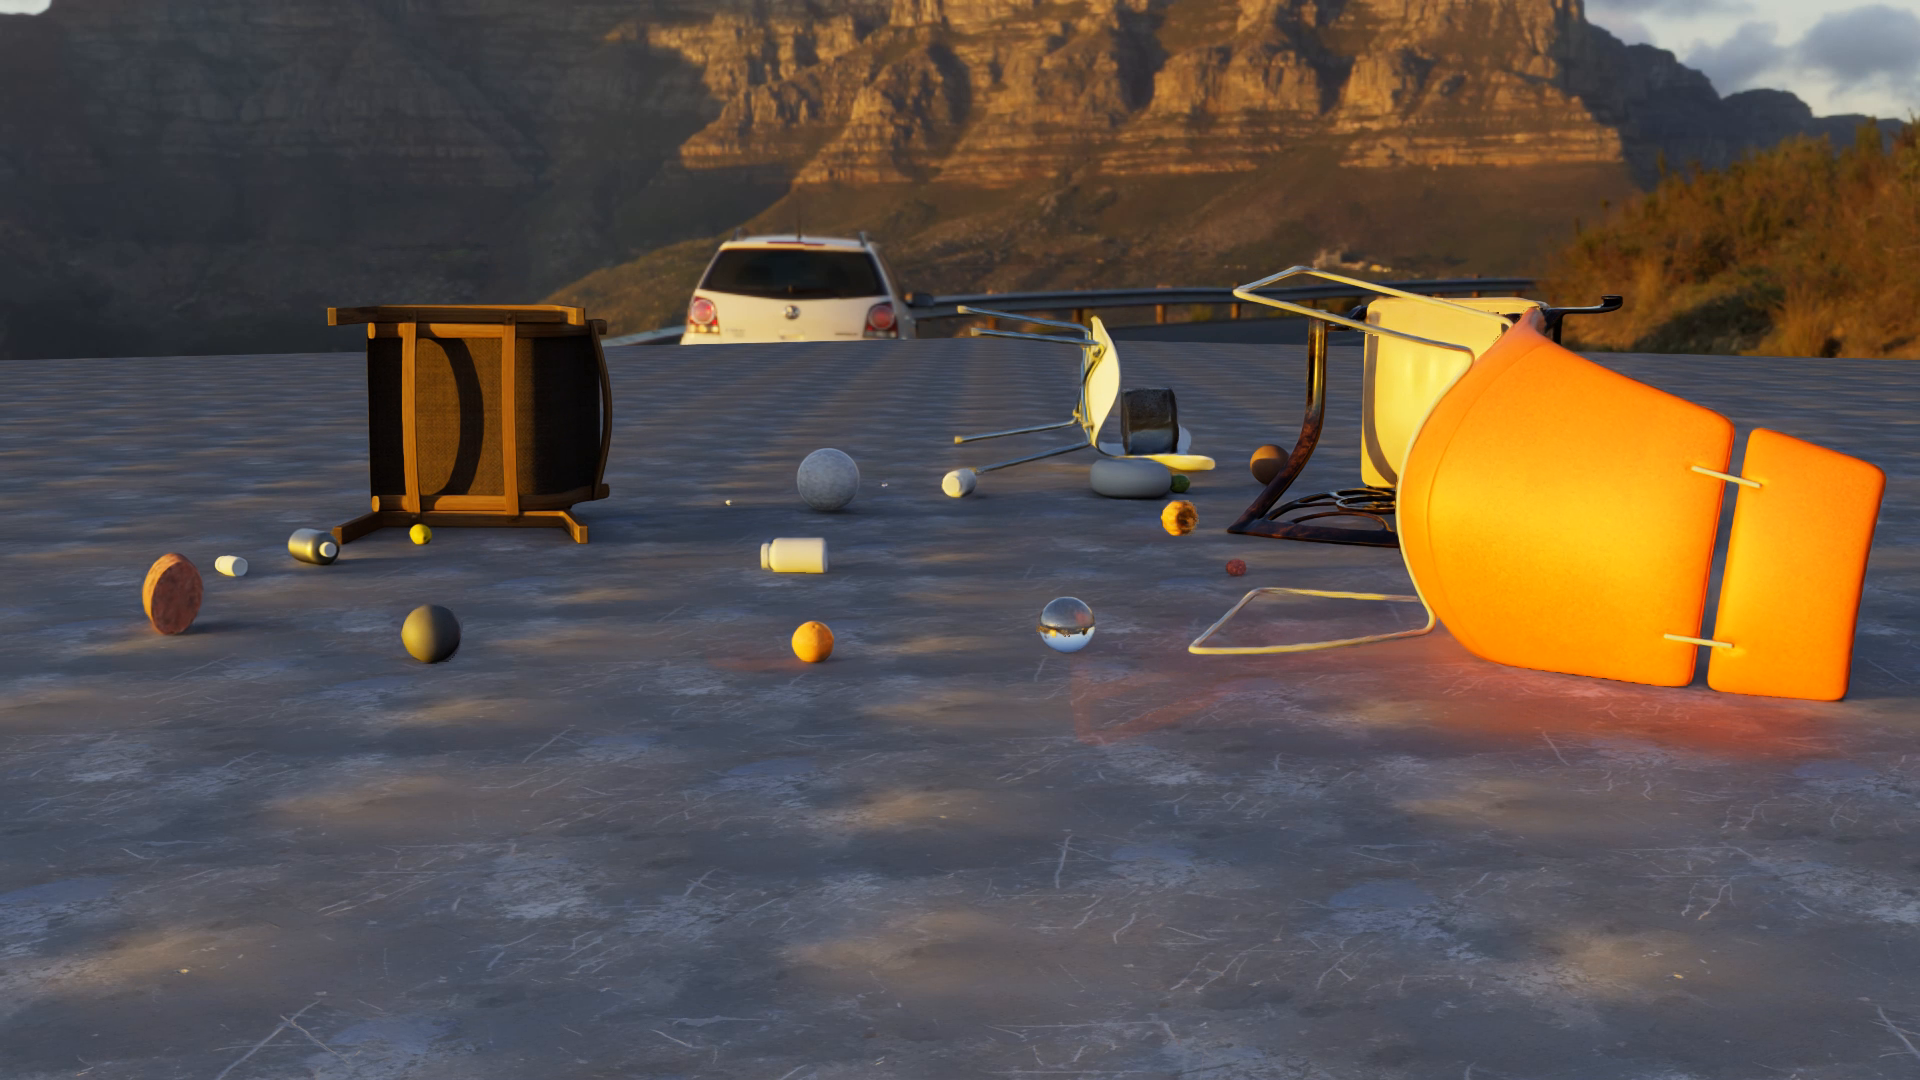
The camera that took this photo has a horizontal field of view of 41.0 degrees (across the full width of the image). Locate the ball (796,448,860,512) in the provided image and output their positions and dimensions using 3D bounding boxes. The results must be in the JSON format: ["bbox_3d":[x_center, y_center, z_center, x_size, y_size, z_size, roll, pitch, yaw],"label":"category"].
[{"bbox_3d":[-0.369,-0.169,7.192,0.177,0.177,0.177,0,6,0],"label":"ball"}]

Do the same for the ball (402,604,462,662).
[{"bbox_3d":[-0.902,0.159,4.377,0.100,0.100,0.100,0,6,0],"label":"ball"}]

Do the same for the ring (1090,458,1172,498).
[{"bbox_3d":[0.511,-0.185,7.707,0.226,0.105,0.399,0,5,-14],"label":"ring"}]

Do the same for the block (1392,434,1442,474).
[{"bbox_3d":[1.533,-0.287,8.603,0.141,0.122,0.128,2,6,18],"label":"block"}]

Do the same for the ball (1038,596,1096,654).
[{"bbox_3d":[0.187,0.148,4.487,0.099,0.099,0.099,0,6,0],"label":"ball"}]

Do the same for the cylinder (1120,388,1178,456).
[{"bbox_3d":[0.630,-0.395,8.568,0.160,0.220,0.235,-4,27,-3],"label":"cylinder"}]
